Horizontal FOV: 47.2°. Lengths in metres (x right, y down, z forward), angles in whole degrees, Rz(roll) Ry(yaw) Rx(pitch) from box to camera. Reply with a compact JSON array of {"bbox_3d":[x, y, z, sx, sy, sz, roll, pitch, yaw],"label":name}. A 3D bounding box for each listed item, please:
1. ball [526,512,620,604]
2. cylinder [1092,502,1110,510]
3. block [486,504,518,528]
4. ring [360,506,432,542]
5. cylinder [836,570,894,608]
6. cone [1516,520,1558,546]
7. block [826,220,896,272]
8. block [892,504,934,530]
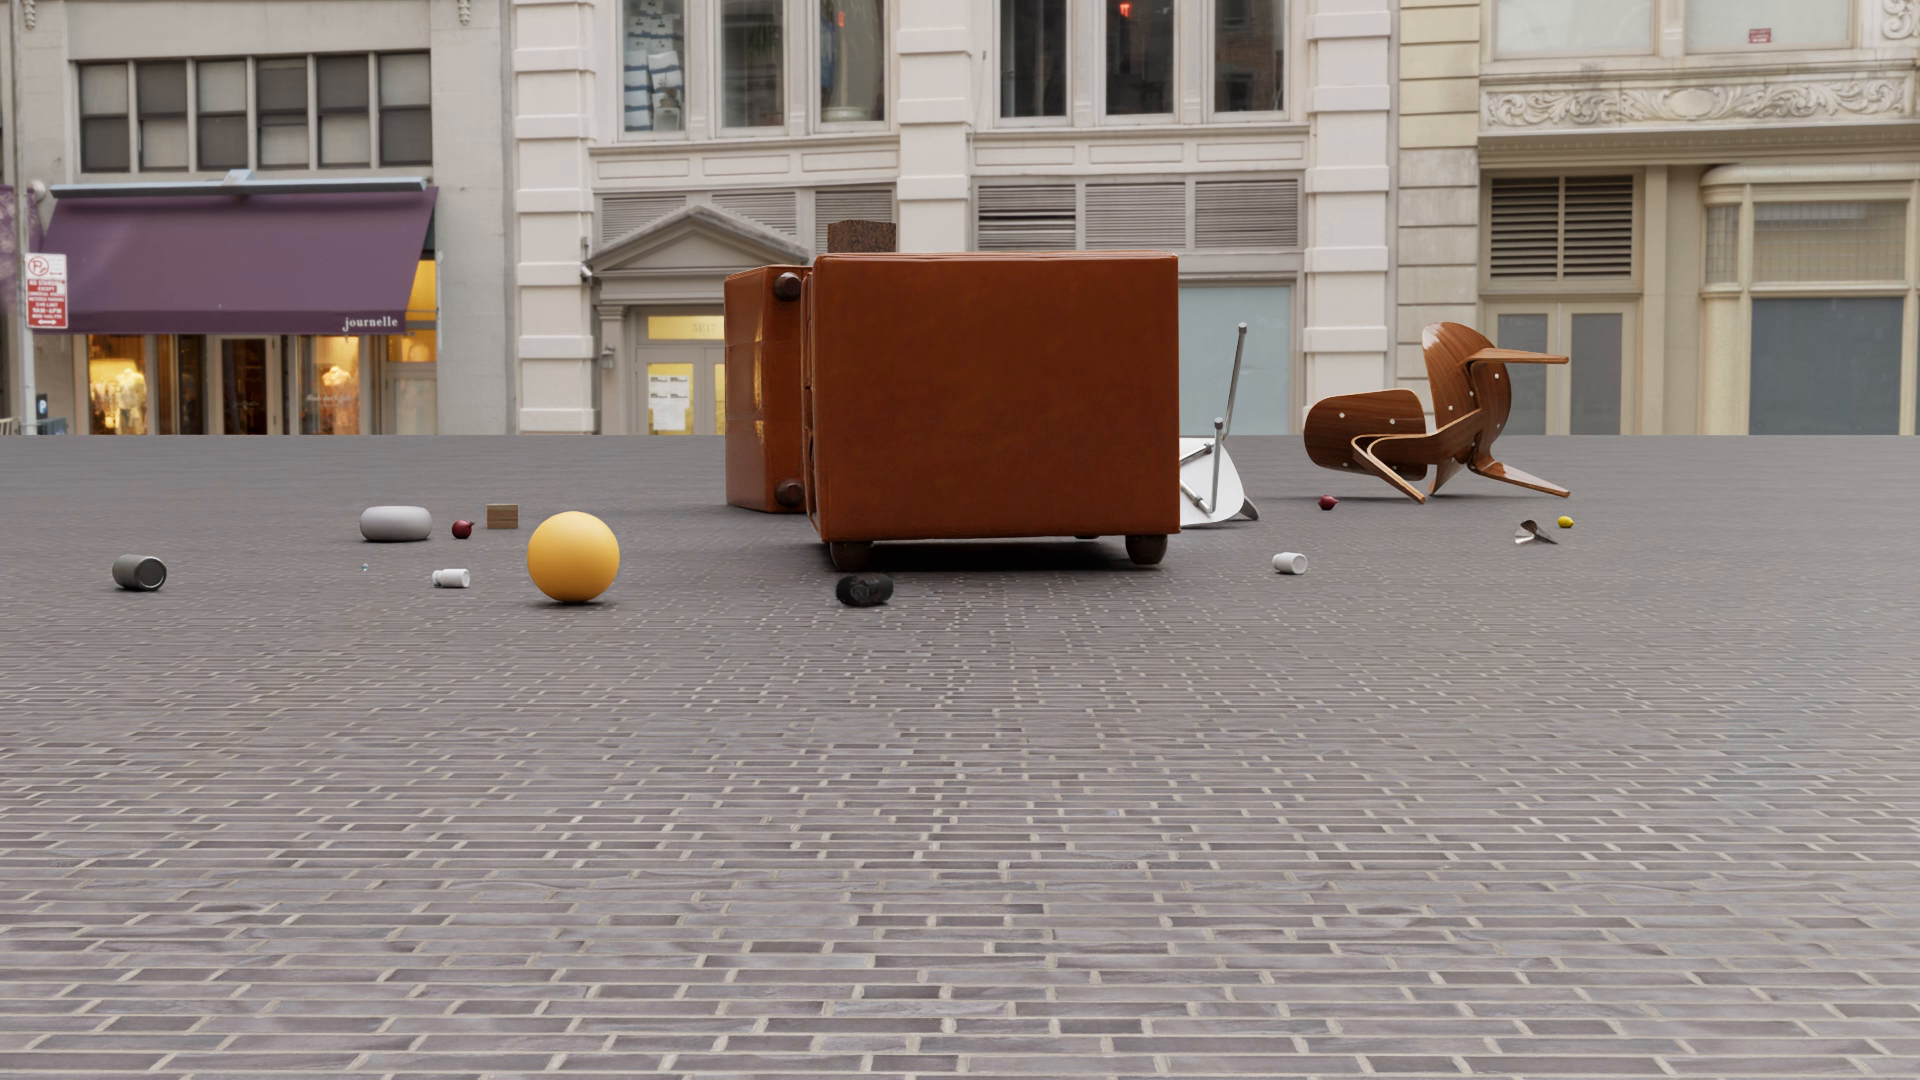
[{"bbox_3d":[-0.811,0.036,4.612,0.193,0.193,0.193,0,4,0],"label":"ball"},{"bbox_3d":[0.525,-0.128,8.179,0.047,0.031,0.056,1,7,41],"label":"cylinder"},{"bbox_3d":[-1.483,-0.078,7.120,0.097,0.076,0.074,-1,4,-14],"label":"block"},{"bbox_3d":[-1.681,-0.049,6.557,0.204,0.098,0.290,1,3,-1],"label":"ring"},{"bbox_3d":[-0.198,0.103,4.577,0.082,0.064,0.098,-6,9,33],"label":"cylinder"},{"bbox_3d":[1.680,-0.004,6.337,0.110,0.077,0.137,19,-4,-10],"label":"cone"},{"bbox_3d":[-0.362,-1.079,8.084,0.187,0.165,0.187,0,1,-30],"label":"block"},{"bbox_3d":[-0.153,-0.075,7.055,0.077,0.079,0.134,2,4,28],"label":"block"}]
